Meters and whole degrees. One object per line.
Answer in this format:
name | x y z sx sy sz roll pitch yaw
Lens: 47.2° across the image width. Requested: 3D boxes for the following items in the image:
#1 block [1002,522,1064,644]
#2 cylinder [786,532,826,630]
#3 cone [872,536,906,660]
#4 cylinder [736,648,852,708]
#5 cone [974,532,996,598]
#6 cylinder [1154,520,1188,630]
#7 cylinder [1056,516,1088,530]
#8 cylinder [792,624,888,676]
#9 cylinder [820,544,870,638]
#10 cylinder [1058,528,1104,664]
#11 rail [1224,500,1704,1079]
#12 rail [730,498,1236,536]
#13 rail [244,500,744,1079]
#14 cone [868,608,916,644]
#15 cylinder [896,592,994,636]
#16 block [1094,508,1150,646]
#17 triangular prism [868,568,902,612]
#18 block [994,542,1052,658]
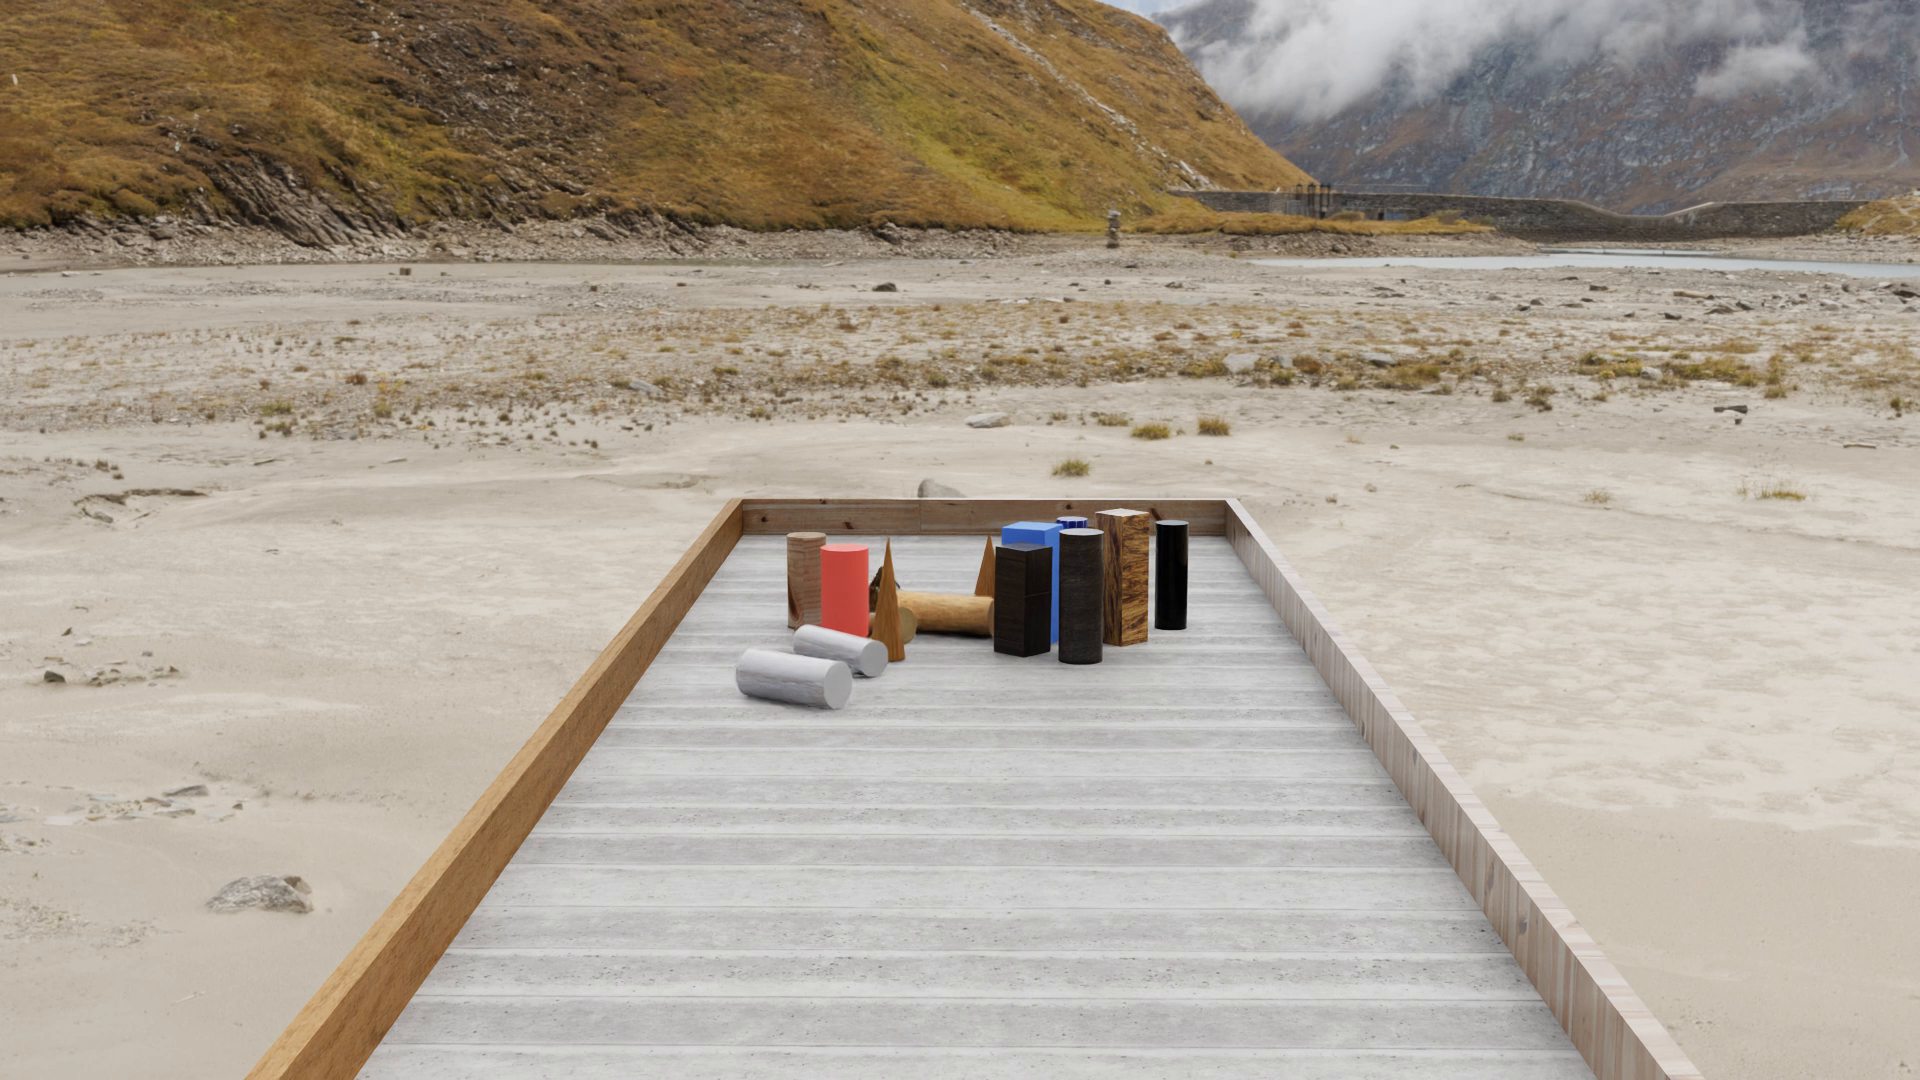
block | 0.230 0.138 6.952 0.147 0.370 0.147 4 10 26
cylinder | -0.501 0.134 7.193 0.129 0.304 0.129 0 9 0
cone | -0.221 0.170 6.705 0.114 0.381 0.114 1 6 0
cylinder | -0.464 0.386 6.151 0.311 0.132 0.132 6 11 34
cone | 0.096 0.127 7.208 0.149 0.312 0.149 0 9 0
cylinder | 0.690 0.115 7.179 0.108 0.346 0.108 0 9 0
cylinder | 0.367 0.105 7.218 0.101 0.353 0.101 0 9 0
cylinder | -0.359 0.329 6.581 0.108 0.108 0.328 -8 12 -40
cylinder | -0.362 0.175 6.920 0.150 0.307 0.150 0 9 0
cylinder | 0.367 0.170 6.669 0.134 0.396 0.134 0 9 0
rail | 1.046 0.843 3.208 0.050 0.150 12.000 0 9 1
rail | 0.099 -0.098 9.147 2.100 0.150 0.050 0 9 1
rail | -1.004 0.839 3.234 0.050 0.150 12.000 0 9 1
cone | -0.326 0.271 7.116 0.116 0.116 0.460 -7 4 -39
cylinder | -0.070 0.237 7.119 0.388 0.124 0.124 4 10 21
block | 0.510 0.117 6.948 0.122 0.413 0.122 -8 12 -43
triangular prism | -0.239 0.181 7.417 0.154 0.133 0.346 -2 9 -10
block | 0.195 0.183 6.793 0.125 0.331 0.125 10 13 42
